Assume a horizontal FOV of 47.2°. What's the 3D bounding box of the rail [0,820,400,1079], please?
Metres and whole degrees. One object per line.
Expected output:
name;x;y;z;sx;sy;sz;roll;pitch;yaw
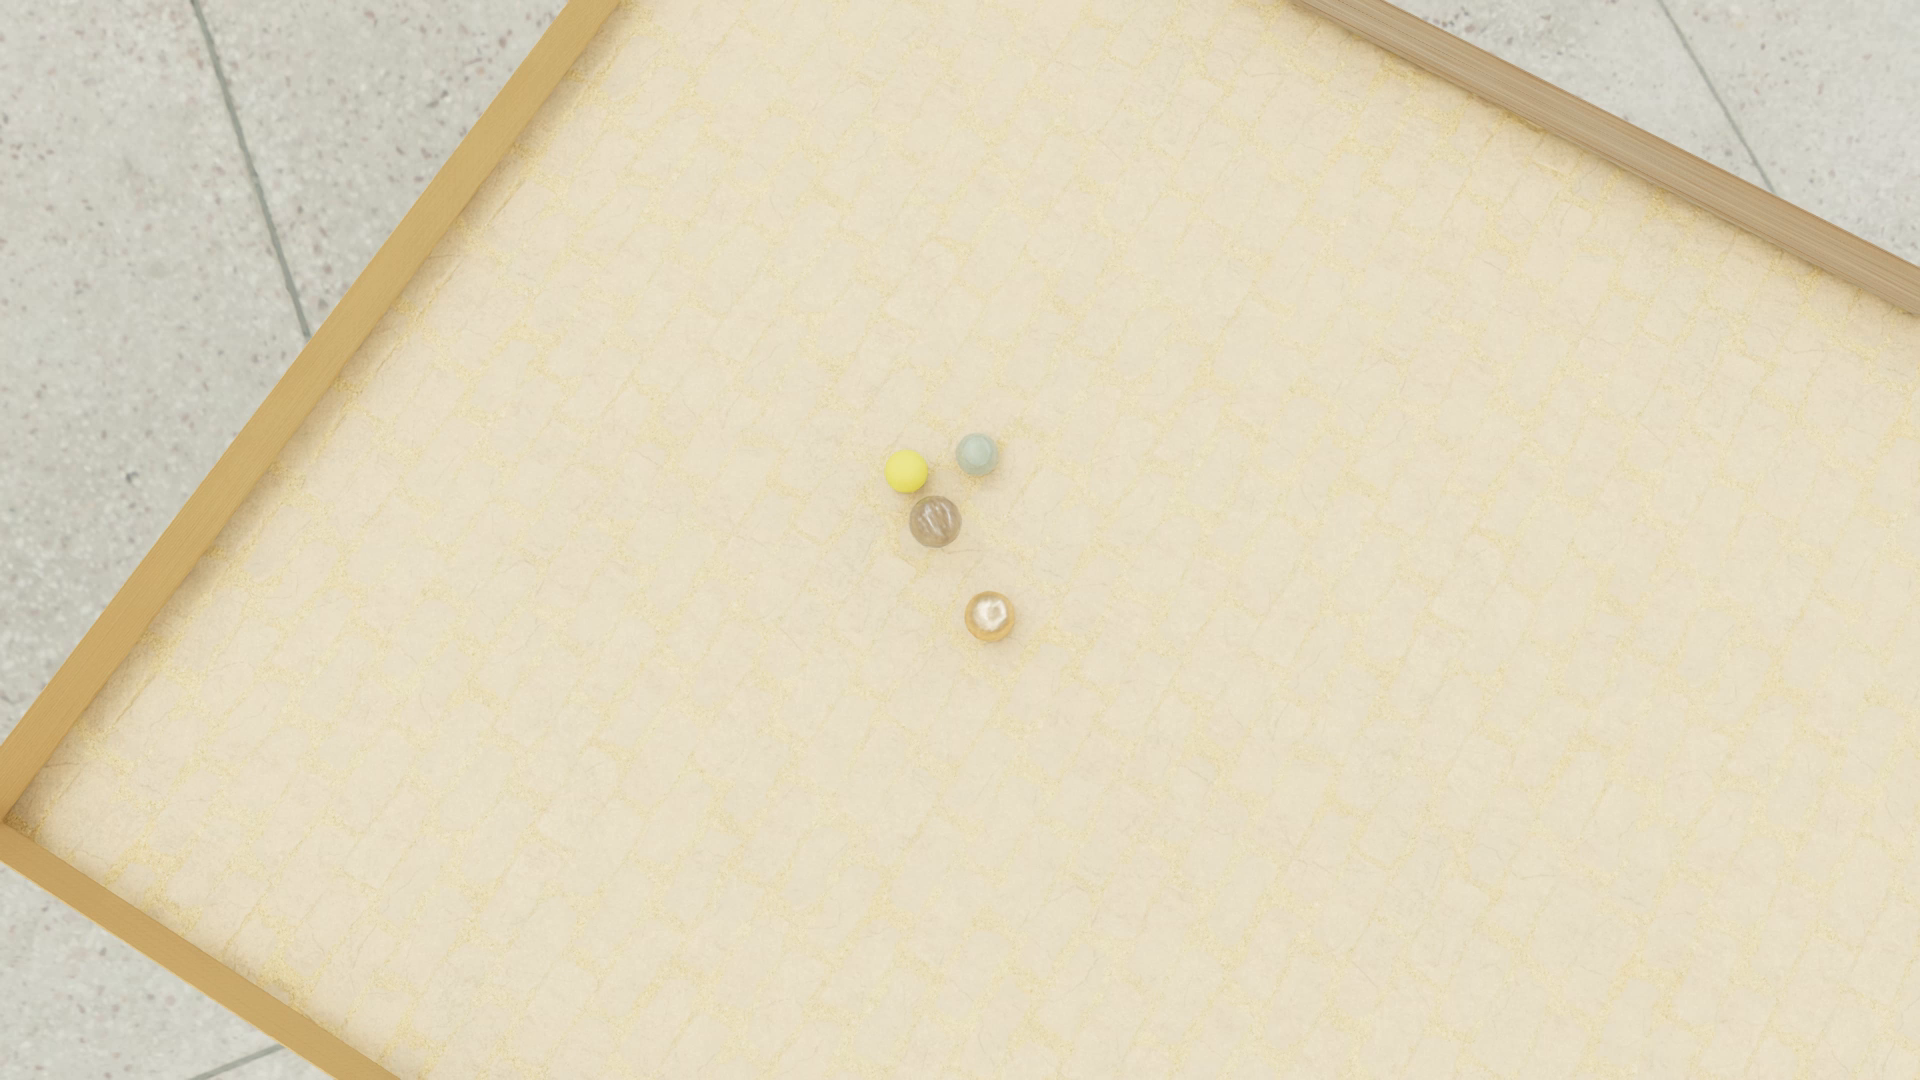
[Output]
rail;0.304;1.416;2.908;4.143;0.109;0.045;30;73;10

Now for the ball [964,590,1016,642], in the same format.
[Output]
ball;0.046;0.117;3.381;0.079;0.079;0.079;0;71;0

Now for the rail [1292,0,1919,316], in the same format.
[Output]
rail;1.473;-0.423;3.553;4.143;0.109;0.045;30;73;10

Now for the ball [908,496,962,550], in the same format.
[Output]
ball;-0.038;-0.028;3.429;0.084;0.084;0.084;0;71;0

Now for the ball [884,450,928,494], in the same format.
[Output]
ball;-0.085;-0.108;3.465;0.069;0.069;0.069;0;71;0

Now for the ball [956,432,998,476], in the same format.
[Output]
ball;0.027;-0.135;3.474;0.069;0.069;0.069;0;71;0

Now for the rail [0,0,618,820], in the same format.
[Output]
rail;-0.868;-0.497;3.579;0.045;0.109;2.320;30;73;10
